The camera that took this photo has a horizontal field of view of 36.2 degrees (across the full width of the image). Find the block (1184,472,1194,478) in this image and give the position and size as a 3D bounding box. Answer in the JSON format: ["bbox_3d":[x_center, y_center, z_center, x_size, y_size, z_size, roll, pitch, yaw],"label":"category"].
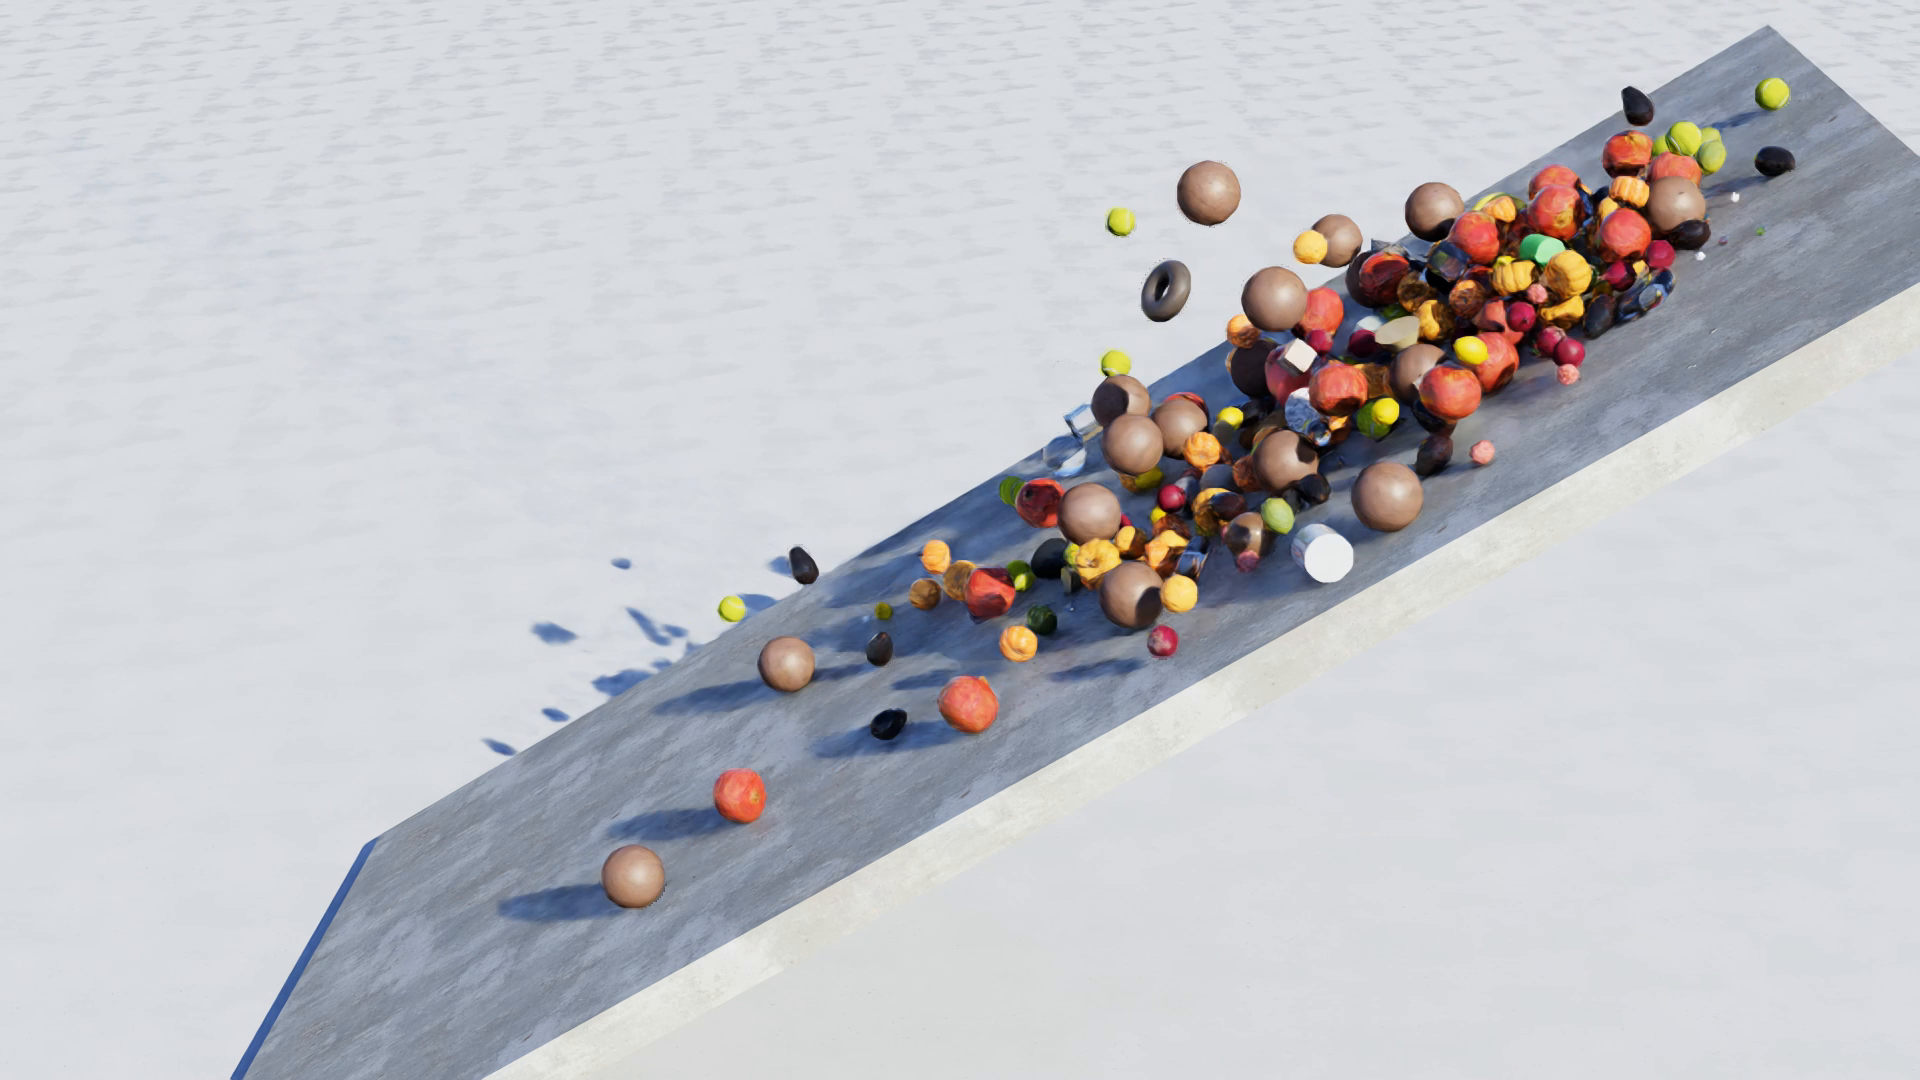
[{"bbox_3d":[0.475,-0.097,6.130,0.054,0.054,0.054,-30,15,13],"label":"block"}]

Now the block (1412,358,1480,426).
[{"bbox_3d":[0.940,-0.284,5.680,0.084,0.084,0.084,-34,15,7],"label":"block"}]

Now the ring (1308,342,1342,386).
[{"bbox_3d":[0.771,-0.374,6.274,0.111,0.037,0.111,33,32,-24],"label":"ring"}]

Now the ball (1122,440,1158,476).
[{"bbox_3d":[0.386,-0.175,6.346,0.078,0.078,0.078,0,20,0],"label":"ball"}]

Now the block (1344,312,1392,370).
[{"bbox_3d":[0.864,-0.416,6.147,0.076,0.076,0.076,41,45,20],"label":"block"}]

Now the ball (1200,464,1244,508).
[{"bbox_3d":[0.532,-0.110,5.981,0.090,0.090,0.090,0,20,0],"label":"ball"}]

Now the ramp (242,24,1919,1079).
[{"bbox_3d":[0.140,0.170,6.292,4.000,0.100,2.000,-30,15,13],"label":"ramp"}]

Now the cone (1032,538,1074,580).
[{"bbox_3d":[0.218,0.060,6.192,0.098,0.098,0.098,-13,32,-31],"label":"cone"}]

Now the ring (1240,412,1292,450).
[{"bbox_3d":[0.647,-0.231,6.185,0.130,0.043,0.130,-28,5,3],"label":"ring"}]

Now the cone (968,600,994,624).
[{"bbox_3d":[0.055,0.145,6.239,0.055,0.055,0.055,-23,-1,44],"label":"cone"}]

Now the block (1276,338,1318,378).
[{"bbox_3d":[0.700,-0.379,6.124,0.053,0.053,0.053,37,-16,-7],"label":"block"}]

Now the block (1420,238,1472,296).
[{"bbox_3d":[0.983,-0.553,5.956,0.068,0.068,0.068,32,67,8],"label":"block"}]

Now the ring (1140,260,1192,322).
[{"bbox_3d":[0.461,-0.558,6.592,0.049,0.148,0.148,22,7,-32],"label":"ring"}]

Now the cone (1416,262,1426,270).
[{"bbox_3d":[1.028,-0.584,6.375,0.083,0.083,0.083,25,25,10],"label":"cone"}]

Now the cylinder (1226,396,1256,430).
[{"bbox_3d":[0.603,-0.273,6.311,0.053,0.053,0.053,-17,20,6],"label":"cylinder"}]

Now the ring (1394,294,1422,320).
[{"bbox_3d":[0.971,-0.498,6.370,0.027,0.080,0.080,32,16,-12],"label":"ring"}]

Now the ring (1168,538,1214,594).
[{"bbox_3d":[0.444,0.049,5.658,0.041,0.124,0.124,35,30,12],"label":"ring"}]

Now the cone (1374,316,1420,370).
[{"bbox_3d":[0.890,-0.380,5.878,0.096,0.096,0.096,-21,28,12],"label":"cone"}]

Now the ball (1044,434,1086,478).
[{"bbox_3d":[0.244,-0.195,6.832,0.100,0.100,0.100,0,20,0],"label":"ball"}]

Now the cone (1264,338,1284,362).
[{"bbox_3d":[0.708,-0.427,6.737,0.052,0.052,0.052,28,-3,1],"label":"cone"}]

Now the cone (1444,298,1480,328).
[{"bbox_3d":[1.056,-0.479,6.158,0.067,0.067,0.067,-8,21,-7],"label":"cone"}]

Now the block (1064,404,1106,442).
[{"bbox_3d":[0.286,-0.271,6.772,0.060,0.060,0.060,-34,17,-9],"label":"block"}]

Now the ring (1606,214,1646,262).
[{"bbox_3d":[1.329,-0.603,5.864,0.103,0.103,0.034,-17,44,-40],"label":"ring"}]

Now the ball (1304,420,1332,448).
[{"bbox_3d":[0.698,-0.208,5.744,0.055,0.055,0.055,0,20,0],"label":"ball"}]

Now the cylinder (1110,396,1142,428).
[{"bbox_3d":[0.391,-0.299,6.898,0.054,0.054,0.054,-36,35,-23],"label":"cylinder"}]

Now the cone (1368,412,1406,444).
[{"bbox_3d":[0.846,-0.229,5.784,0.067,0.067,0.067,-15,20,2],"label":"cone"}]

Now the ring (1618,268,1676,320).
[{"bbox_3d":[1.297,-0.464,5.554,0.126,0.042,0.126,-43,9,8],"label":"ring"}]

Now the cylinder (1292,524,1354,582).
[{"bbox_3d":[0.654,0.023,5.304,0.090,0.090,0.090,-3,13,-8],"label":"cylinder"}]

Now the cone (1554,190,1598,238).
[{"bbox_3d":[1.256,-0.654,5.917,0.097,0.097,0.097,-3,10,-9],"label":"cone"}]

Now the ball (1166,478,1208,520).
[{"bbox_3d":[0.467,-0.085,6.039,0.088,0.088,0.088,0,20,0],"label":"ball"}]

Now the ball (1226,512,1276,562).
[{"bbox_3d":[0.553,-0.006,5.596,0.096,0.096,0.096,0,20,0],"label":"ball"}]

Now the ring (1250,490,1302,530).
[{"bbox_3d":[0.608,-0.053,5.723,0.131,0.044,0.131,-33,8,5],"label":"ring"}]

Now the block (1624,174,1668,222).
[{"bbox_3d":[1.399,-0.696,5.994,0.061,0.061,0.061,34,44,-25],"label":"block"}]

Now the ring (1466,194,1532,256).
[{"bbox_3d":[1.135,-0.664,6.192,0.138,0.138,0.046,-1,24,-2],"label":"ring"}]

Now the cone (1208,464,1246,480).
[{"bbox_3d":[0.561,-0.126,6.076,0.078,0.078,0.078,-11,23,-26],"label":"cone"}]

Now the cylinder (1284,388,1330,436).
[{"bbox_3d":[0.712,-0.262,6.022,0.094,0.094,0.094,3,-1,7],"label":"cylinder"}]

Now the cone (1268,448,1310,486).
[{"bbox_3d":[0.669,-0.134,5.869,0.079,0.079,0.079,-16,30,-38],"label":"cone"}]

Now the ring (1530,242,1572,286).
[{"bbox_3d":[1.210,-0.565,6.030,0.036,0.109,0.109,43,34,11],"label":"ring"}]

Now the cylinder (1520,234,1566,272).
[{"bbox_3d":[1.140,-0.563,5.760,0.065,0.065,0.065,-7,15,-18],"label":"cylinder"}]

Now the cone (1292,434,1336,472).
[{"bbox_3d":[0.718,-0.177,5.897,0.082,0.082,0.082,-8,21,-11],"label":"cone"}]
